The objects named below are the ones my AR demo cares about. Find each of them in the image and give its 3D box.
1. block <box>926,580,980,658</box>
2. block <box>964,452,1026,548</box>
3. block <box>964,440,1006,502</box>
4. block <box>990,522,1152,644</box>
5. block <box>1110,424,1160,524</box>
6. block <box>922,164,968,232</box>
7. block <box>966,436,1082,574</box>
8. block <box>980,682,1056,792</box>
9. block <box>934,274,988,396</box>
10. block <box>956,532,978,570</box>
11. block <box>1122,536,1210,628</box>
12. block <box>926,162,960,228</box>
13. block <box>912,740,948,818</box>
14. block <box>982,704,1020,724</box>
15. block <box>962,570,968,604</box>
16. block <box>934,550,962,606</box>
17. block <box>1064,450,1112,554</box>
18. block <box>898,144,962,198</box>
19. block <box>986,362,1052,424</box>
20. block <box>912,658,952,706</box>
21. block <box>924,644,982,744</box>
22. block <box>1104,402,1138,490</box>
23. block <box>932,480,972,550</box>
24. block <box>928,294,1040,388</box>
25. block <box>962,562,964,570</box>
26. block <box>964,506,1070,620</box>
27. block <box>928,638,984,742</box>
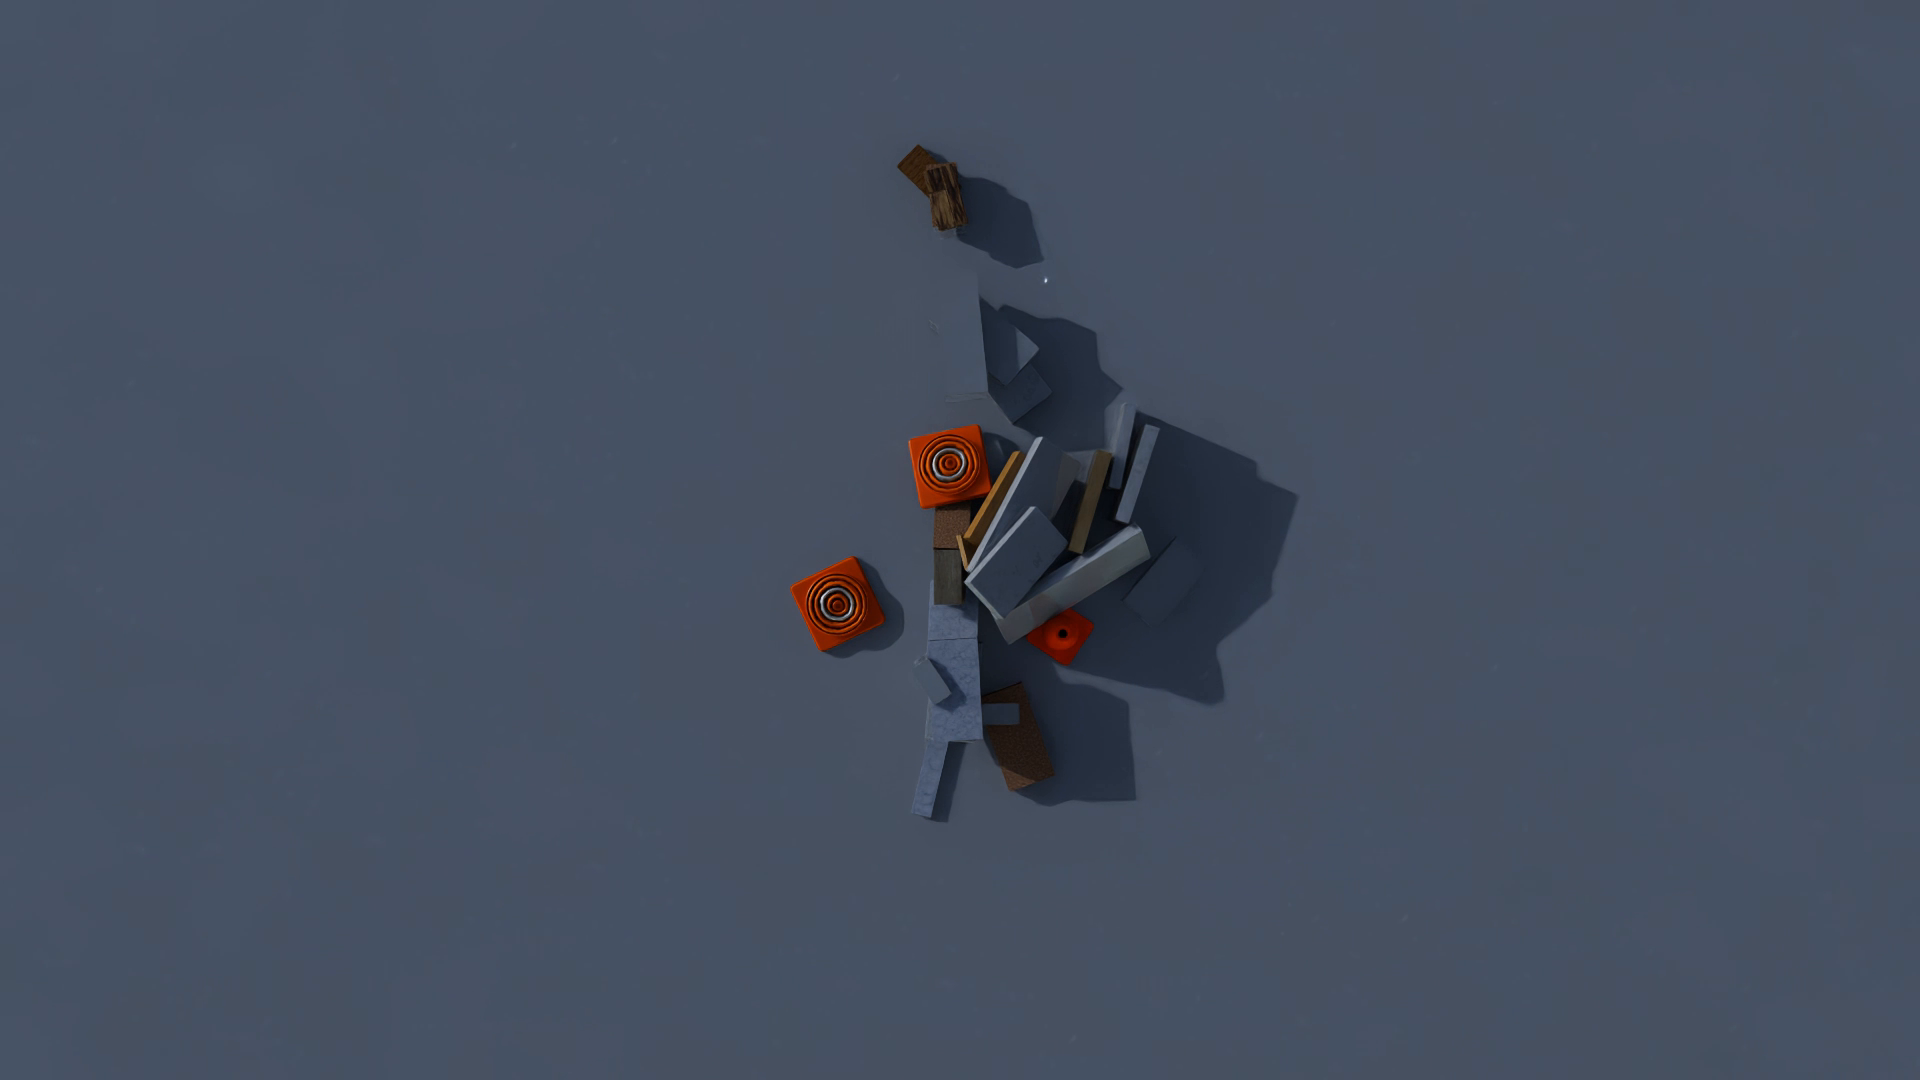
[{"bbox_3d":[-0.024,0.301,5.437,0.163,0.046,0.326,3,76,0],"label":"block"},{"bbox_3d":[0.167,-0.104,5.409,0.169,0.048,0.338,36,76,-21],"label":"block"},{"bbox_3d":[0.113,-0.200,5.483,0.117,0.033,0.235,-21,90,0],"label":"block"},{"bbox_3d":[0.365,0.143,5.405,0.556,0.162,0.046,-31,53,-3],"label":"block"},{"bbox_3d":[0.575,-0.214,5.419,0.046,0.162,0.325,18,90,0],"label":"block"},{"bbox_3d":[-0.046,-1.126,5.429,0.100,0.028,0.201,-16,90,0],"label":"block"},{"bbox_3d":[0.211,-0.076,5.377,0.170,0.048,0.506,33,77,-22],"label":"block"},{"bbox_3d":[0.184,0.653,5.477,0.162,0.046,0.325,-20,90,0],"label":"block"},{"bbox_3d":[0.003,-0.669,5.384,0.141,0.040,0.388,-6,90,0],"label":"block"},{"bbox_3d":[0.111,0.011,5.429,0.235,0.033,0.117,-17,96,-25],"label":"block"},{"bbox_3d":[0.682,0.142,5.480,0.141,0.040,0.282,40,90,0],"label":"block"},{"bbox_3d":[-0.051,-1.143,5.457,0.100,0.028,0.201,-6,90,0],"label":"block"},{"bbox_3d":[-0.071,0.667,5.490,0.068,0.019,0.509,13,90,0],"label":"block"},{"bbox_3d":[0.127,0.574,5.444,0.137,0.019,0.068,-1,90,0],"label":"block"},{"bbox_3d":[-0.023,0.121,5.449,0.090,0.025,0.180,5,64,1],"label":"block"},{"bbox_3d":[-0.041,0.122,5.401,0.090,0.026,0.180,0,78,-1],"label":"block"},{"bbox_3d":[0.421,-0.123,5.415,0.048,0.170,0.339,17,90,0],"label":"block"},{"bbox_3d":[-0.102,-1.209,5.486,0.201,0.028,0.100,44,90,0],"label":"block"},{"bbox_3d":[0.136,-0.570,5.476,0.169,0.048,0.338,-38,90,0],"label":"block"},{"bbox_3d":[-0.093,0.457,5.319,0.068,0.019,0.137,-34,90,0],"label":"block"},{"bbox_3d":[-0.020,0.498,5.435,0.163,0.046,0.326,5,76,0],"label":"block"},{"bbox_3d":[0.530,-0.307,5.430,0.040,0.141,0.282,11,90,0],"label":"block"},{"bbox_3d":[-0.025,-0.082,5.453,0.117,0.033,0.235,3,75,0],"label":"block"},{"bbox_3d":[0.080,-0.677,5.428,0.338,0.048,0.169,41,90,0],"label":"block"},{"bbox_3d":[-0.019,0.009,5.461,0.090,0.026,0.180,3,72,0],"label":"block"},{"bbox_3d":[0.184,0.072,5.311,0.170,0.048,0.339,47,72,-18],"label":"block"},{"bbox_3d":[-0.016,0.485,5.352,0.163,0.046,0.326,-3,89,0],"label":"block"}]
